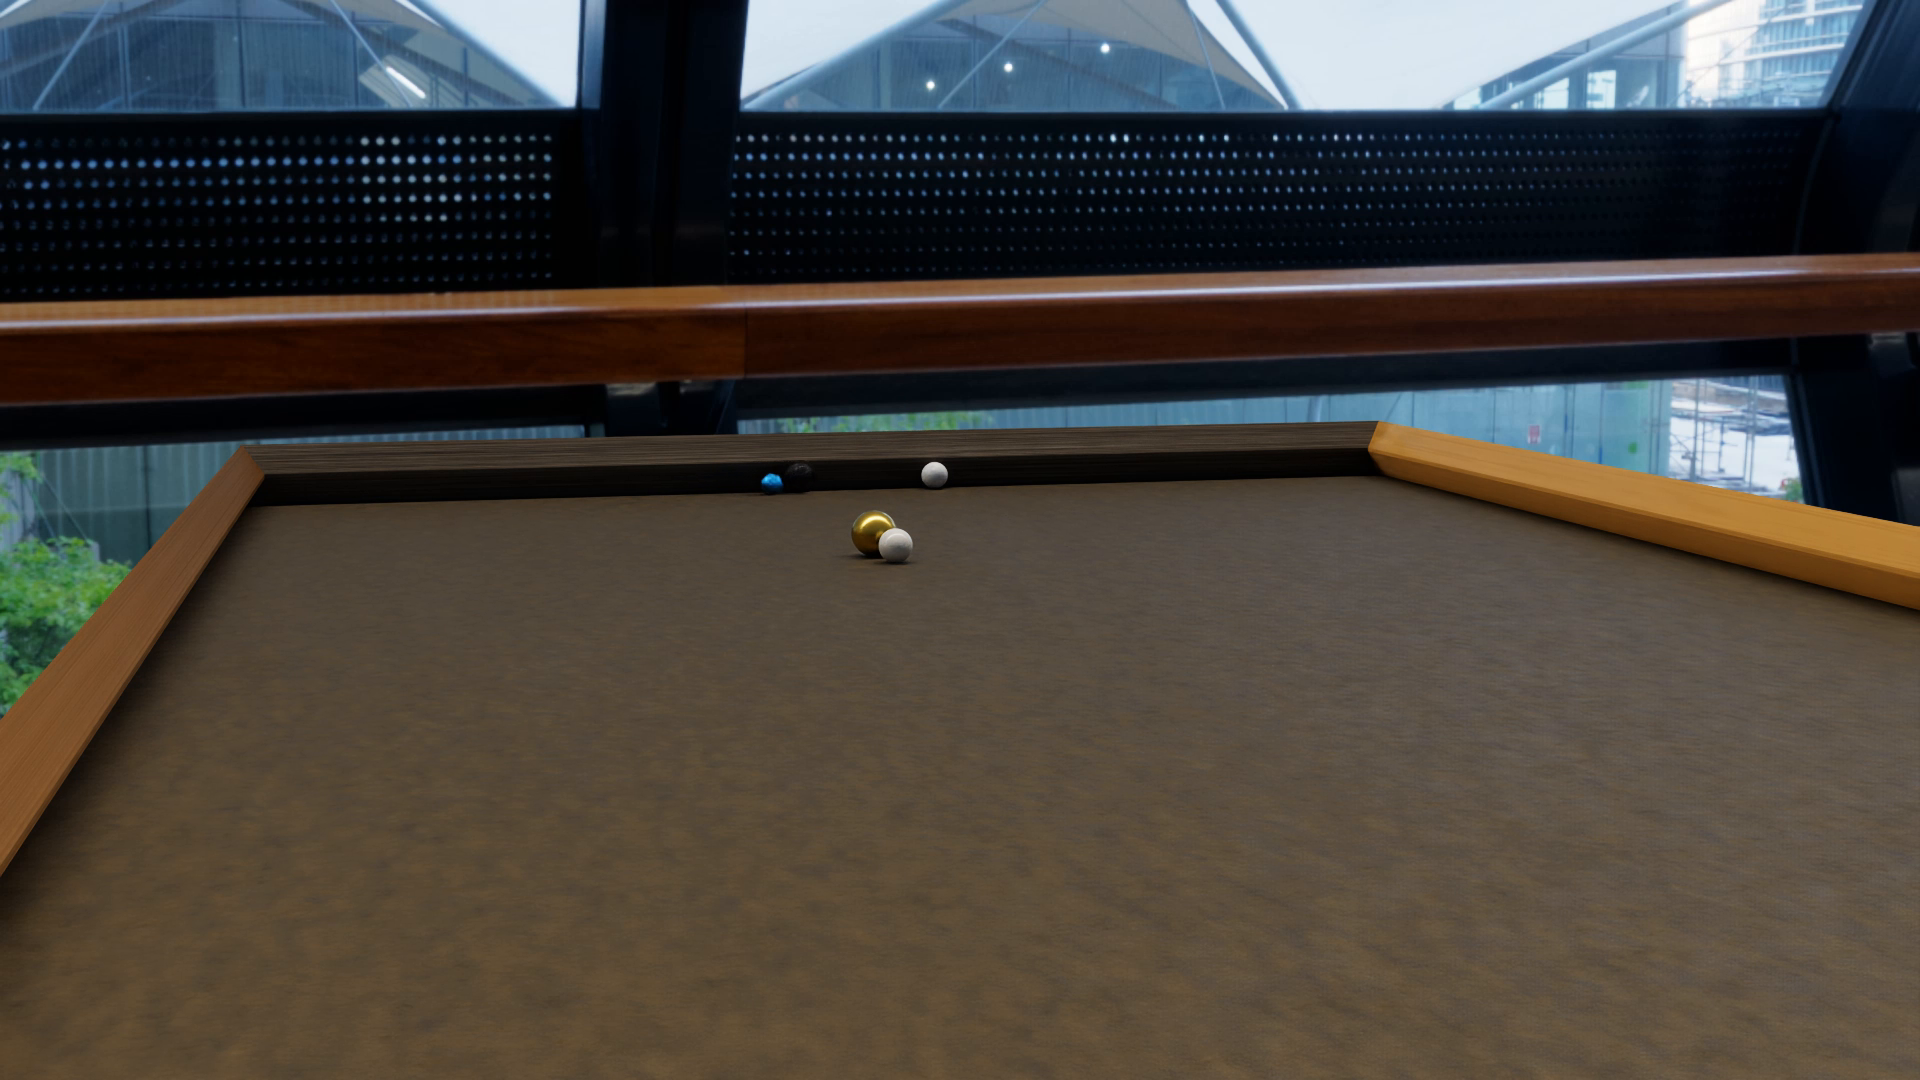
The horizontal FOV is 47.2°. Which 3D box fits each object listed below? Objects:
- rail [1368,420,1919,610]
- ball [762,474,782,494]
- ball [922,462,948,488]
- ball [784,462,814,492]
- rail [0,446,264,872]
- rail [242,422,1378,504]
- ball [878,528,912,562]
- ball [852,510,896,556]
[{"bbox_3d":[1.377,0.071,2.857,0.045,0.114,4.102,-2,8,-13],"label":"rail"},{"bbox_3d":[-0.380,-0.113,4.442,0.043,0.043,0.043,0,8,0],"label":"ball"},{"bbox_3d":[-0.053,-0.134,4.550,0.055,0.055,0.055,0,8,0],"label":"ball"},{"bbox_3d":[-0.326,-0.127,4.476,0.062,0.062,0.062,0,8,0],"label":"ball"},{"bbox_3d":[-0.898,0.147,2.317,0.045,0.114,4.102,-2,8,-13],"label":"rail"},{"bbox_3d":[-0.234,-0.163,4.539,2.387,0.114,0.045,-2,8,-13],"label":"rail"},{"bbox_3d":[-0.103,0.009,3.524,0.055,0.055,0.055,0,8,0],"label":"ball"},{"bbox_3d":[-0.140,-0.011,3.594,0.076,0.076,0.076,0,8,0],"label":"ball"}]
